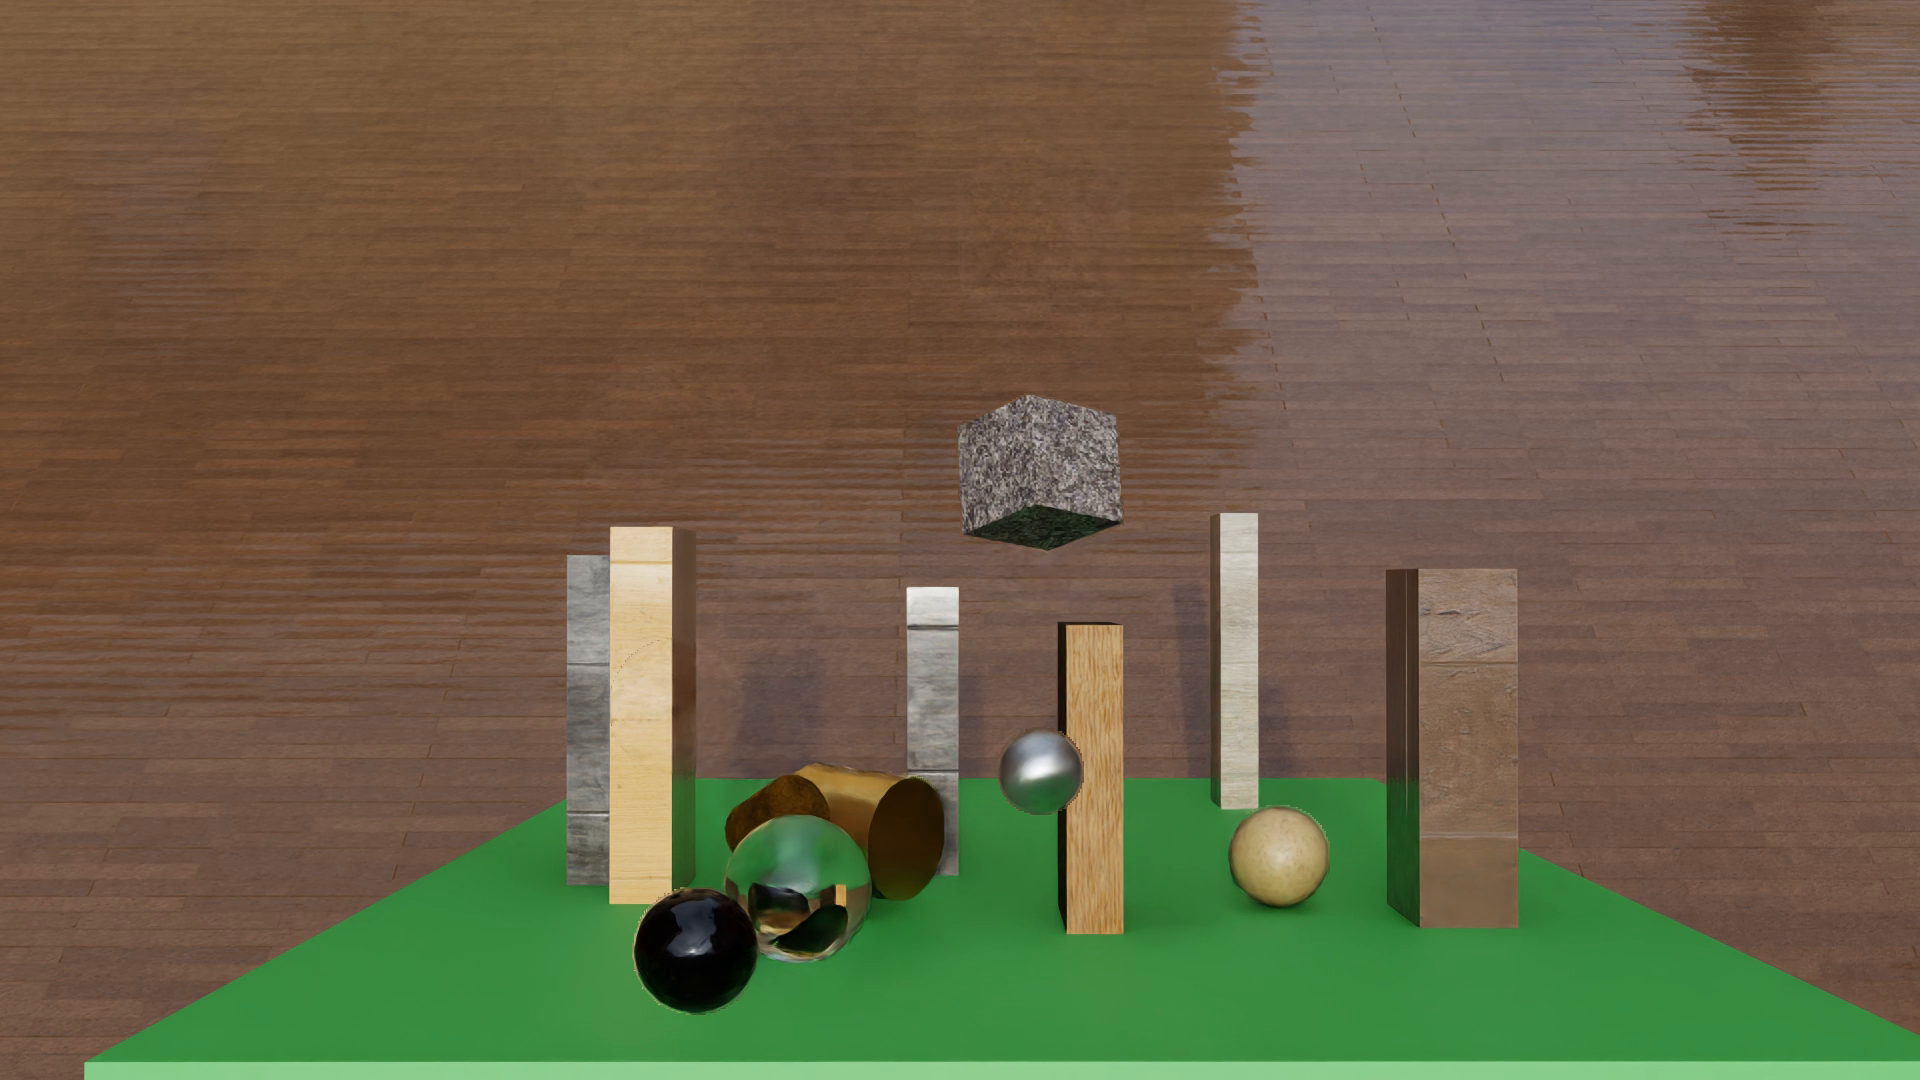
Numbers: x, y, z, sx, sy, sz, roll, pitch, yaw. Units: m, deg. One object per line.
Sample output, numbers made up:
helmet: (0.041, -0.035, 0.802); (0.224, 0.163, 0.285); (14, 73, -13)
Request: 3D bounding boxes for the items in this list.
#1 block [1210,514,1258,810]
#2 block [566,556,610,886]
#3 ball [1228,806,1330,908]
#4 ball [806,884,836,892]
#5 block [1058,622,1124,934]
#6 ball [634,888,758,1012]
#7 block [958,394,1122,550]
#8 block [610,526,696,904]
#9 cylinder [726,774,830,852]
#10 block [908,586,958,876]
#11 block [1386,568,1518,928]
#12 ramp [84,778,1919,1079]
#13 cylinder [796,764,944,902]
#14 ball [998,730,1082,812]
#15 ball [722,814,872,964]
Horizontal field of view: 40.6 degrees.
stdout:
block: (0.628, 0.274, 5.948); (0.084, 0.664, 0.242); (0, -1, 0)
block: (-0.615, 0.306, 4.570); (0.092, 0.554, 0.427); (0, -1, 0)
ball: (0.499, 0.496, 4.061); (0.157, 0.157, 0.157); (0, 33, 0)
ball: (-0.213, 0.496, 4.274); (0.165, 0.165, 0.165); (0, 33, 0)
block: (0.195, 0.349, 3.920); (0.082, 0.446, 0.341); (0, -1, 0)
ball: (-0.291, 0.453, 2.865); (0.136, 0.136, 0.136); (0, 33, 0)
block: (0.099, -0.082, 3.231); (0.141, 0.141, 0.141); (11, -21, -37)
block: (-0.505, 0.280, 4.289); (0.098, 0.596, 0.371); (0, -1, 0)
cylinder: (-0.262, 0.408, 3.723); (0.109, 0.109, 0.109); (25, 48, -30)
block: (-0.047, 0.335, 4.699); (0.089, 0.500, 0.389); (0, -1, 0)
block: (0.747, 0.309, 3.957); (0.145, 0.528, 0.293); (0, -1, 0)
ramp: (0.073, 0.636, 4.743); (2.000, 0.100, 4.000); (0, -1, 0)
cylinder: (-0.155, 0.447, 3.979); (0.189, 0.189, 0.189); (5, 29, 37)
ball: (0.110, 0.316, 3.547); (0.114, 0.114, 0.114); (0, 33, 0)
ball: (-0.217, 0.465, 3.462); (0.198, 0.198, 0.198); (0, 33, 0)
